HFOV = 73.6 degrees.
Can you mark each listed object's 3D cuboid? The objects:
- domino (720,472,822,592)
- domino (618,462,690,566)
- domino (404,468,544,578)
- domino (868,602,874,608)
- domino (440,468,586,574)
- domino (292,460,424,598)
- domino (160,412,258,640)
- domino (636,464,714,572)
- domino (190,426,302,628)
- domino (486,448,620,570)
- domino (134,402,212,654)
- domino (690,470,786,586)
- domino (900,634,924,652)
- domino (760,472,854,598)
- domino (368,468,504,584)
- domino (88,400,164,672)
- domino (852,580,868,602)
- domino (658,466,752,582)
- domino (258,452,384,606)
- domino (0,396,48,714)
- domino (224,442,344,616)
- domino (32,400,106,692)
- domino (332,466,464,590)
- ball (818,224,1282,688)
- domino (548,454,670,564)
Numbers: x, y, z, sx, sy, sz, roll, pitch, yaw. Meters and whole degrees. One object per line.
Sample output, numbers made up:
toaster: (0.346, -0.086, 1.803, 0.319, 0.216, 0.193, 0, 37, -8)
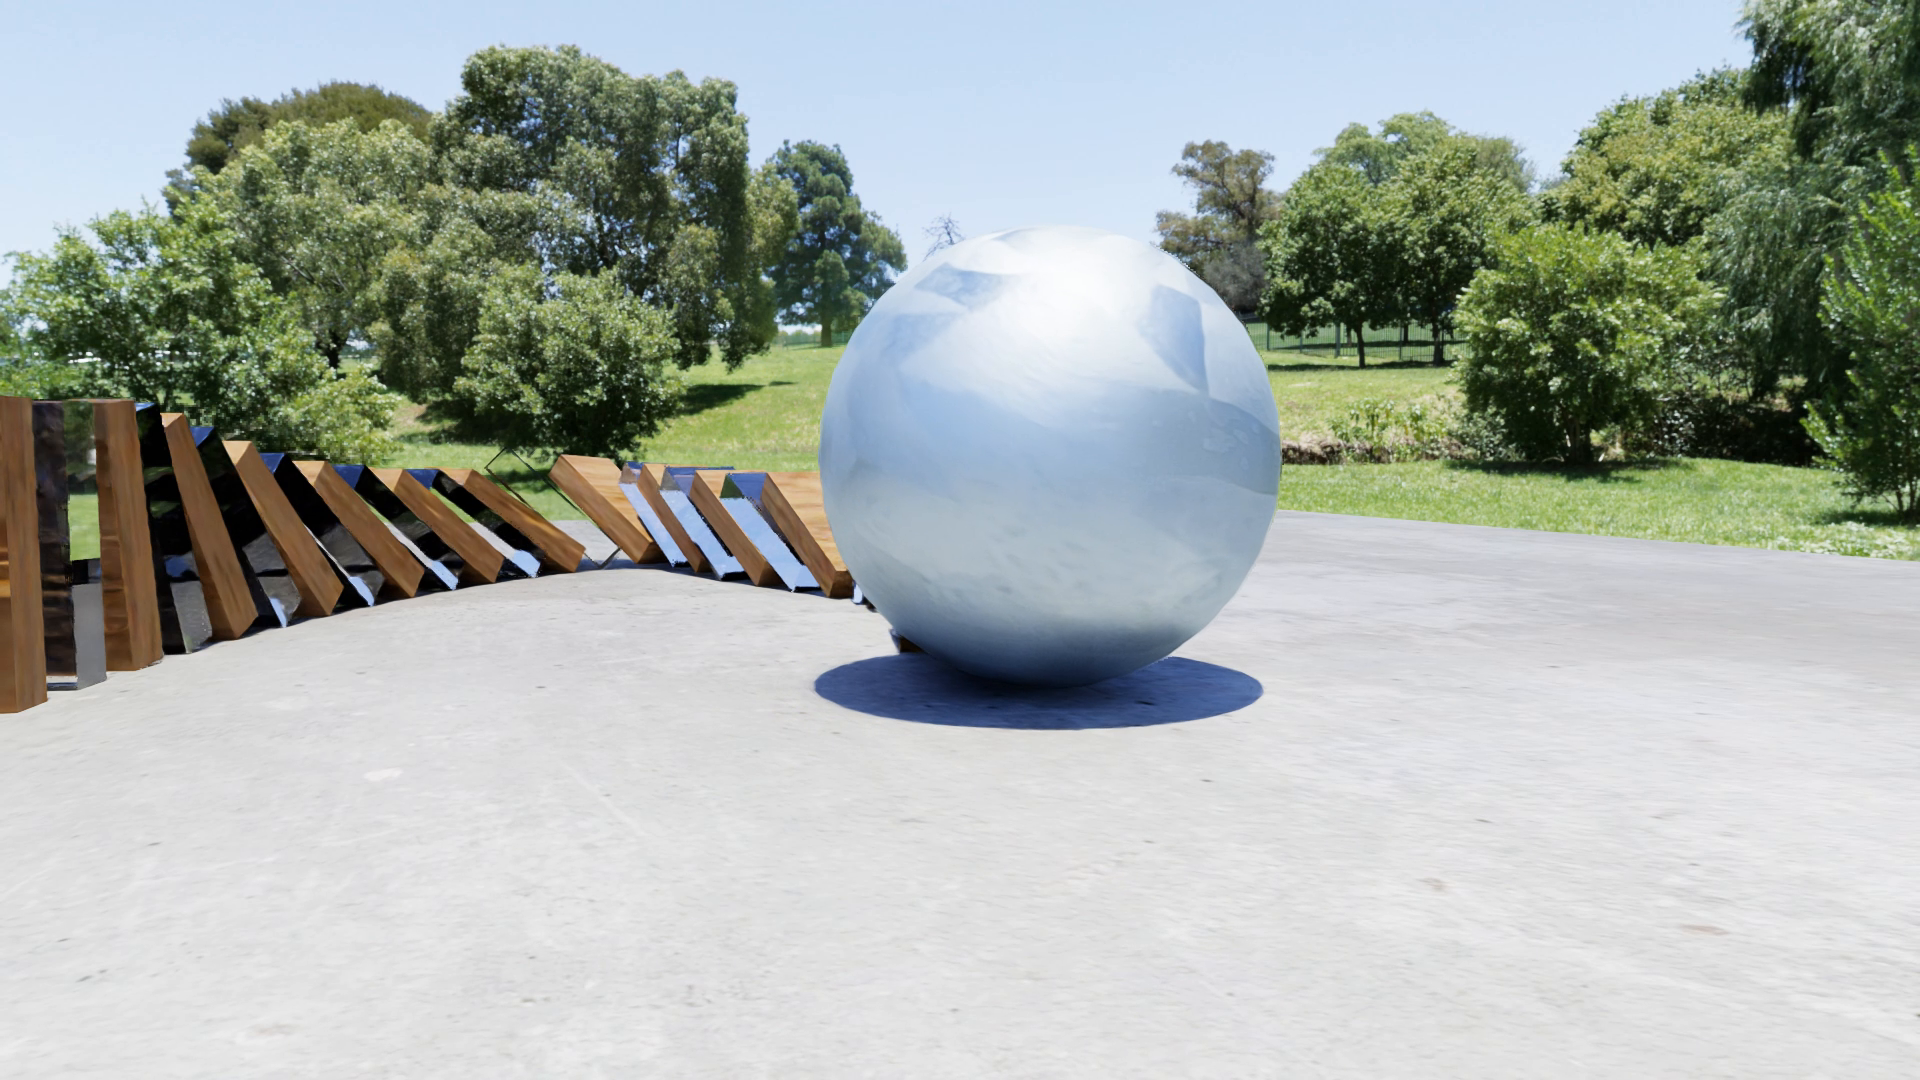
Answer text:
domino: (-0.050, -0.003, 0.389, 0.025, 0.009, 0.050, -3, 36, -39)
domino: (-0.098, -0.009, 0.450, 0.025, 0.010, 0.050, 1, 35, -42)
domino: (-0.154, -0.005, 0.395, 0.025, 0.009, 0.050, 2, -28, 25)
domino: (-0.012, -0.006, 0.344, 0.025, 0.050, 0.010, 0, -35, -6)
domino: (-0.148, -0.006, 0.413, 0.025, 0.010, 0.050, 3, -28, 35)
domino: (-0.166, -0.002, 0.339, 0.025, 0.010, 0.050, 1, -34, 11)
domino: (-0.170, -0.002, 0.270, 0.025, 0.050, 0.010, 0, 31, 2)
domino: (-0.087, -0.008, 0.434, 0.025, 0.009, 0.050, 0, 36, -41)
domino: (-0.170, -0.002, 0.286, 0.025, 0.050, 0.009, 0, 40, 4)
domino: (-0.139, -0.011, 0.438, 0.050, 0.010, 0.025, 44, -9, -15)
domino: (-0.169, -0.002, 0.255, 0.025, 0.050, 0.009, 0, 21, 1)
domino: (-0.063, -0.005, 0.403, 0.025, 0.009, 0.050, -3, 37, -39)
domino: (-0.001, -0.001, 0.272, 0.025, 0.050, 0.010, 0, -32, -5)
domino: (-0.037, -0.003, 0.375, 0.025, 0.009, 0.050, -3, 36, -34)
domino: (-0.159, -0.004, 0.376, 0.025, 0.010, 0.050, 1, -29, 19)
domino: (-0.167, -0.001, 0.240, 0.025, 0.050, 0.010, 0, 10, -1)
domino: (-0.018, -0.005, 0.359, 0.025, 0.010, 0.050, -1, 48, -9)
domino: (-0.076, -0.006, 0.418, 0.025, 0.010, 0.050, -3, 38, -39)
domino: (-0.169, -0.002, 0.321, 0.025, 0.010, 0.050, 1, -38, 9)
domino: (-0.162, 0.002, 0.203, 0.025, 0.050, 0.010, -1, 4, -11)
domino: (-0.169, -0.002, 0.303, 0.025, 0.050, 0.010, 0, 47, 6)
domino: (-0.165, 0.001, 0.223, 0.025, 0.050, 0.010, -1, 4, -7)
domino: (-0.164, -0.003, 0.357, 0.025, 0.009, 0.050, 1, -31, 15)
ball: (0.015, -0.014, 0.225, 0.080, 0.080, 0.080, 0, 4, 0)
domino: (-0.120, -0.011, 0.454, 0.050, 0.009, 0.025, 41, 16, 20)
